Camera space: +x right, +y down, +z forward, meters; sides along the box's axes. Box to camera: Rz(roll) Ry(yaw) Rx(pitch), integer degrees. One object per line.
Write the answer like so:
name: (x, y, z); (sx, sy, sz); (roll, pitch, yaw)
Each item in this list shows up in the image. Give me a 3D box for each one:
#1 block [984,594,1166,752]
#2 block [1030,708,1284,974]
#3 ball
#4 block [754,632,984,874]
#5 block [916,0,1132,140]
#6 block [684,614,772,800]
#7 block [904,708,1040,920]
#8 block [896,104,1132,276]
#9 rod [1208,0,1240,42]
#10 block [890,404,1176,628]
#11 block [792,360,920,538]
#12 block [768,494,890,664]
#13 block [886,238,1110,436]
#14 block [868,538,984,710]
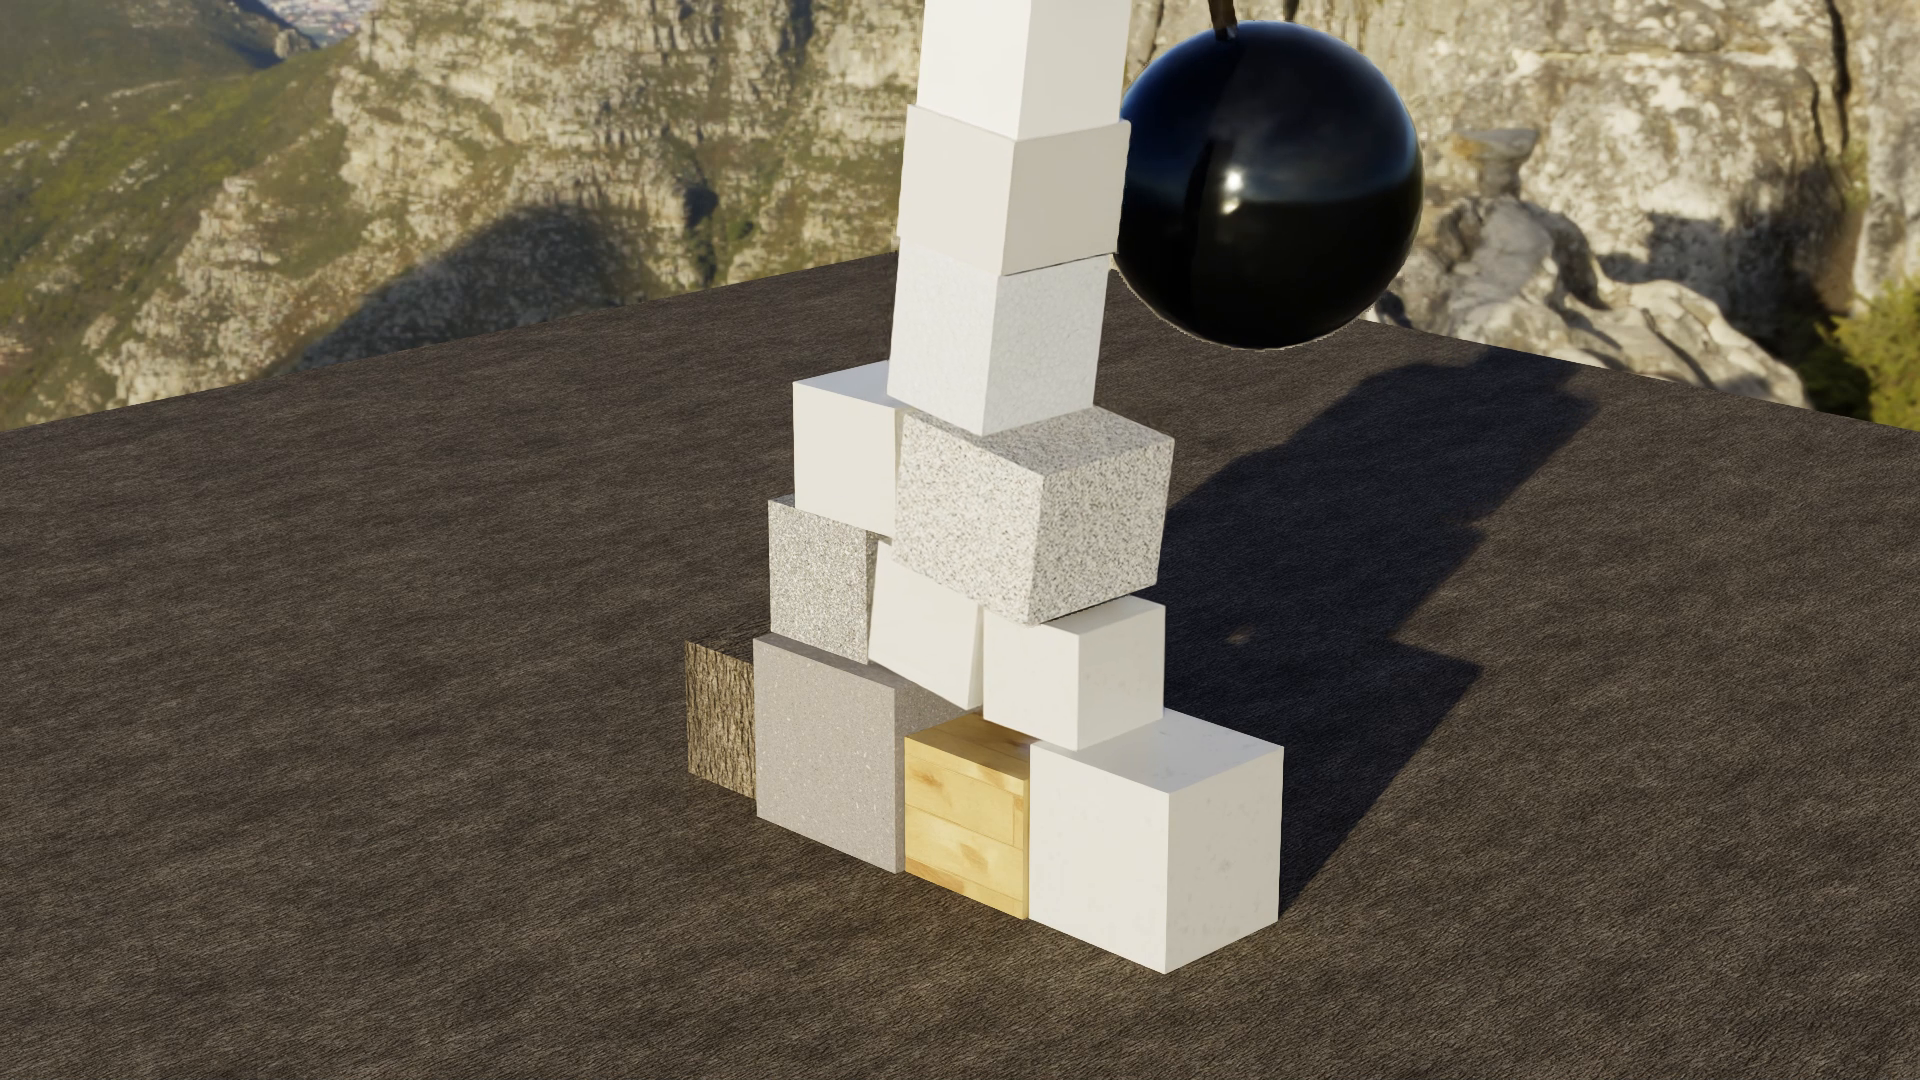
block: (0.504, 0.543, 12.974); (0.562, 0.532, 0.567); (-17, 24, -42)
block: (0.856, 1.288, 12.868); (0.756, 0.826, 0.799); (-17, 24, -42)
ball: (1.467, -1.733, 14.335); (1.600, 1.600, 1.600); (0, 17, 0)
block: (-0.326, 0.906, 13.951); (0.879, 0.905, 0.963); (-17, 24, -42)
block: (0.275, -2.116, 12.397); (0.623, 0.641, 0.601); (-17, 32, -42)
block: (-0.885, 0.824, 14.554); (0.675, 0.700, 0.656); (-17, 24, -42)
block: (0.288, 1.205, 13.407); (0.777, 0.662, 0.746); (-17, 24, -42)
block: (0.230, -1.557, 12.640); (0.723, 0.581, 0.637); (-17, 32, -42)
rod: (0.636, -4.527, 12.585); (0.080, 5.200, 0.080); (17, 44, 42)
block: (0.316, -0.177, 12.929); (0.834, 0.697, 0.844); (-17, 32, -42)
block: (-0.292, -0.436, 13.532); (0.667, 0.603, 0.674); (-17, 24, -42)
block: (-0.436, 0.126, 13.838); (0.641, 0.652, 0.666); (-17, 24, -42)
block: (0.167, -0.955, 12.891); (0.704, 0.731, 0.595); (-17, 32, -42)
block: (0.056, 0.312, 13.367); (0.634, 0.588, 0.646); (-17, 32, -42)
